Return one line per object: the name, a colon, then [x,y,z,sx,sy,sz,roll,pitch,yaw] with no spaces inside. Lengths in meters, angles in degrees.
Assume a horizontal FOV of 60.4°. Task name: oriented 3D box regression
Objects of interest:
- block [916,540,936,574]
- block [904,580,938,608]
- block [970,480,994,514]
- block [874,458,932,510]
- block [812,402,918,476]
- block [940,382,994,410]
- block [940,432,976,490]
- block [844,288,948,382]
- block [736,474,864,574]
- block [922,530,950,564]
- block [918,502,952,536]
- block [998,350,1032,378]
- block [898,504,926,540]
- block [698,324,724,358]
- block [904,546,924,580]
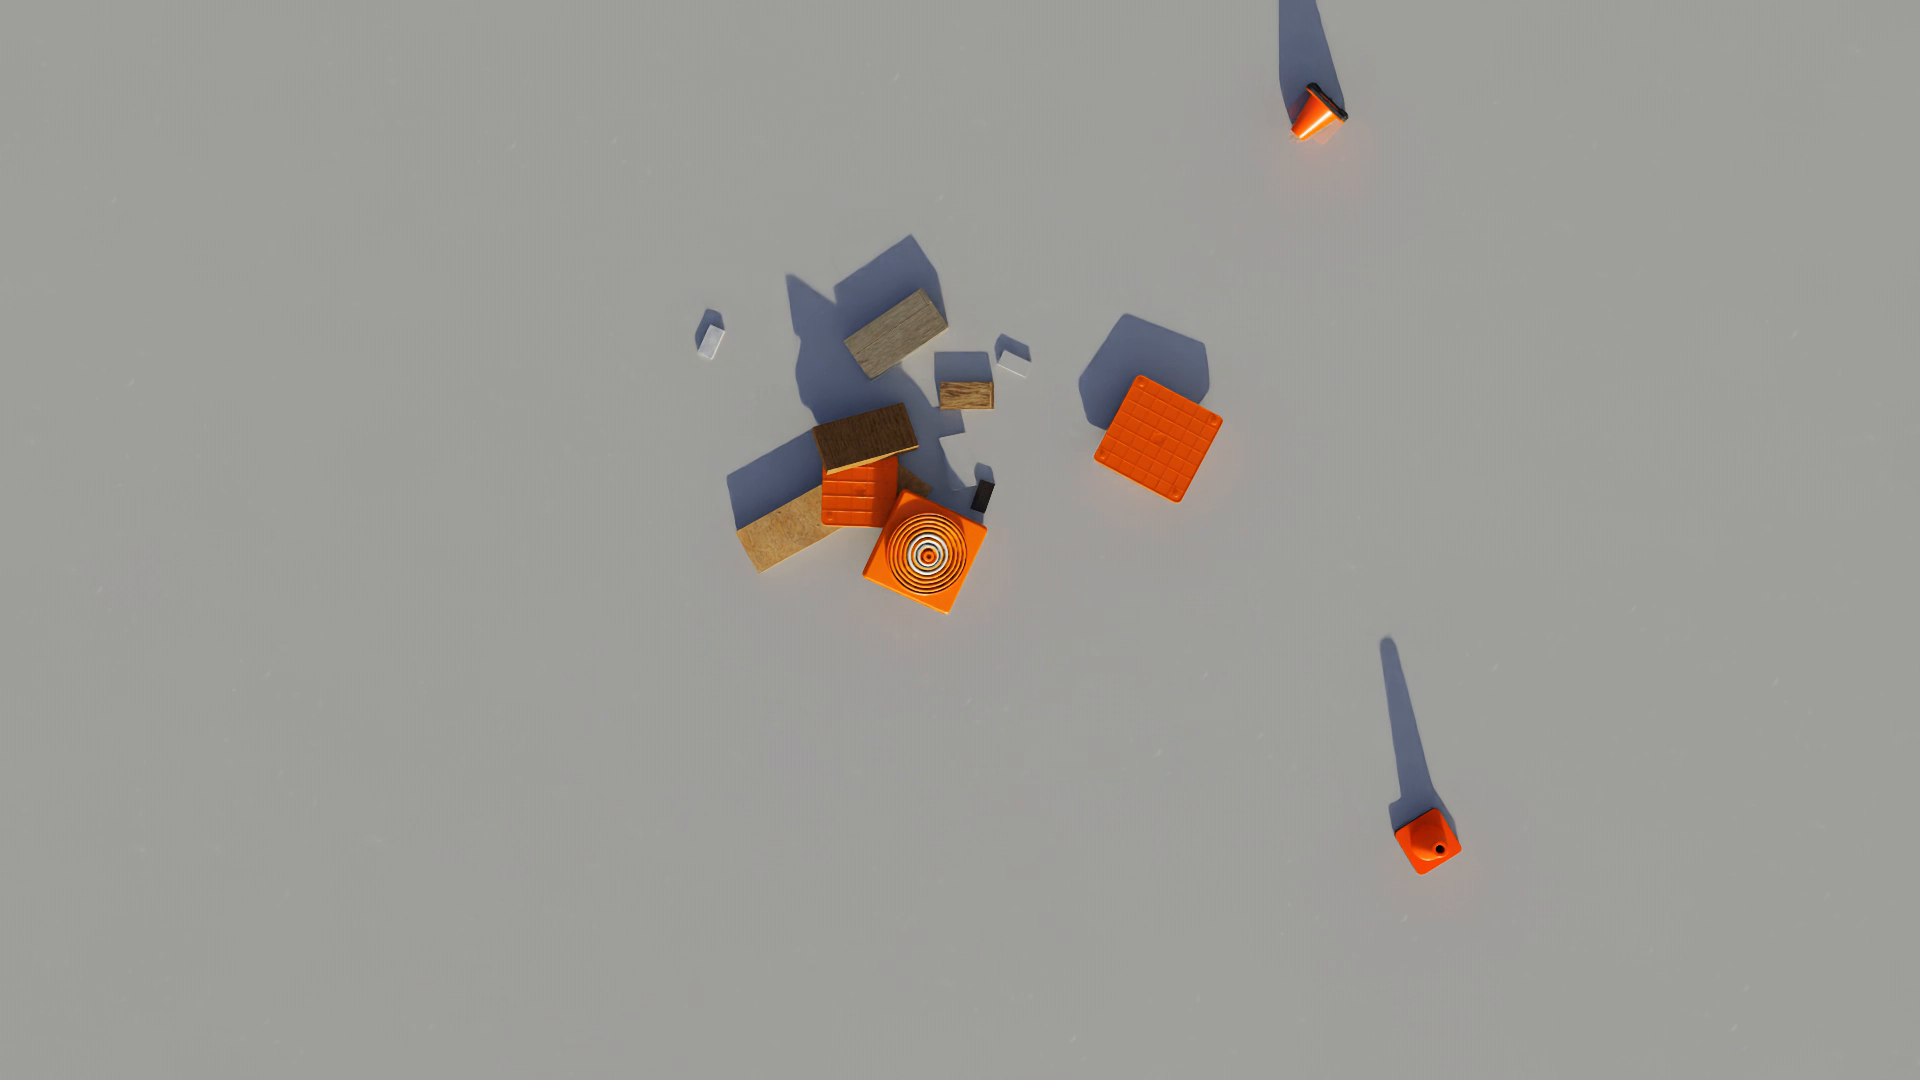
block: [-0.111,0.057,5.478,0.053,0.015,0.106,-5,99,15]
block: [-0.130,0.174,5.492,0.106,0.015,0.053,35,90,0]
block: [0.075,-0.145,5.493,0.052,0.015,0.104,19,90,0]
block: [-0.190,-0.189,5.487,0.179,0.025,0.090,37,90,0]
block: [-0.312,-0.334,5.422,0.315,0.045,0.158,-16,77,-14]
block: [0.024,-0.480,5.487,0.179,0.025,0.090,0,90,0]
block: [-0.007,-0.261,5.487,0.090,0.025,0.179,-12,90,0]
block: [-0.212,-0.682,5.478,0.315,0.045,0.158,-34,90,0]
block: [-0.531,-0.054,5.478,0.398,0.045,0.158,-29,90,0]
block: [-0.081,0.025,5.484,0.054,0.015,0.109,-22,94,10]
block: [-0.086,-0.070,5.492,0.109,0.015,0.054,44,90,0]
block: [0.182,-0.587,5.493,0.103,0.015,0.052,25,90,0]
block: [-0.160,-0.059,5.479,0.054,0.015,0.109,-29,90,32]
block: [-0.829,-0.660,5.493,0.052,0.015,0.103,25,90,0]
block: [-0.154,0.076,5.465,0.053,0.015,0.106,5,102,-13]
